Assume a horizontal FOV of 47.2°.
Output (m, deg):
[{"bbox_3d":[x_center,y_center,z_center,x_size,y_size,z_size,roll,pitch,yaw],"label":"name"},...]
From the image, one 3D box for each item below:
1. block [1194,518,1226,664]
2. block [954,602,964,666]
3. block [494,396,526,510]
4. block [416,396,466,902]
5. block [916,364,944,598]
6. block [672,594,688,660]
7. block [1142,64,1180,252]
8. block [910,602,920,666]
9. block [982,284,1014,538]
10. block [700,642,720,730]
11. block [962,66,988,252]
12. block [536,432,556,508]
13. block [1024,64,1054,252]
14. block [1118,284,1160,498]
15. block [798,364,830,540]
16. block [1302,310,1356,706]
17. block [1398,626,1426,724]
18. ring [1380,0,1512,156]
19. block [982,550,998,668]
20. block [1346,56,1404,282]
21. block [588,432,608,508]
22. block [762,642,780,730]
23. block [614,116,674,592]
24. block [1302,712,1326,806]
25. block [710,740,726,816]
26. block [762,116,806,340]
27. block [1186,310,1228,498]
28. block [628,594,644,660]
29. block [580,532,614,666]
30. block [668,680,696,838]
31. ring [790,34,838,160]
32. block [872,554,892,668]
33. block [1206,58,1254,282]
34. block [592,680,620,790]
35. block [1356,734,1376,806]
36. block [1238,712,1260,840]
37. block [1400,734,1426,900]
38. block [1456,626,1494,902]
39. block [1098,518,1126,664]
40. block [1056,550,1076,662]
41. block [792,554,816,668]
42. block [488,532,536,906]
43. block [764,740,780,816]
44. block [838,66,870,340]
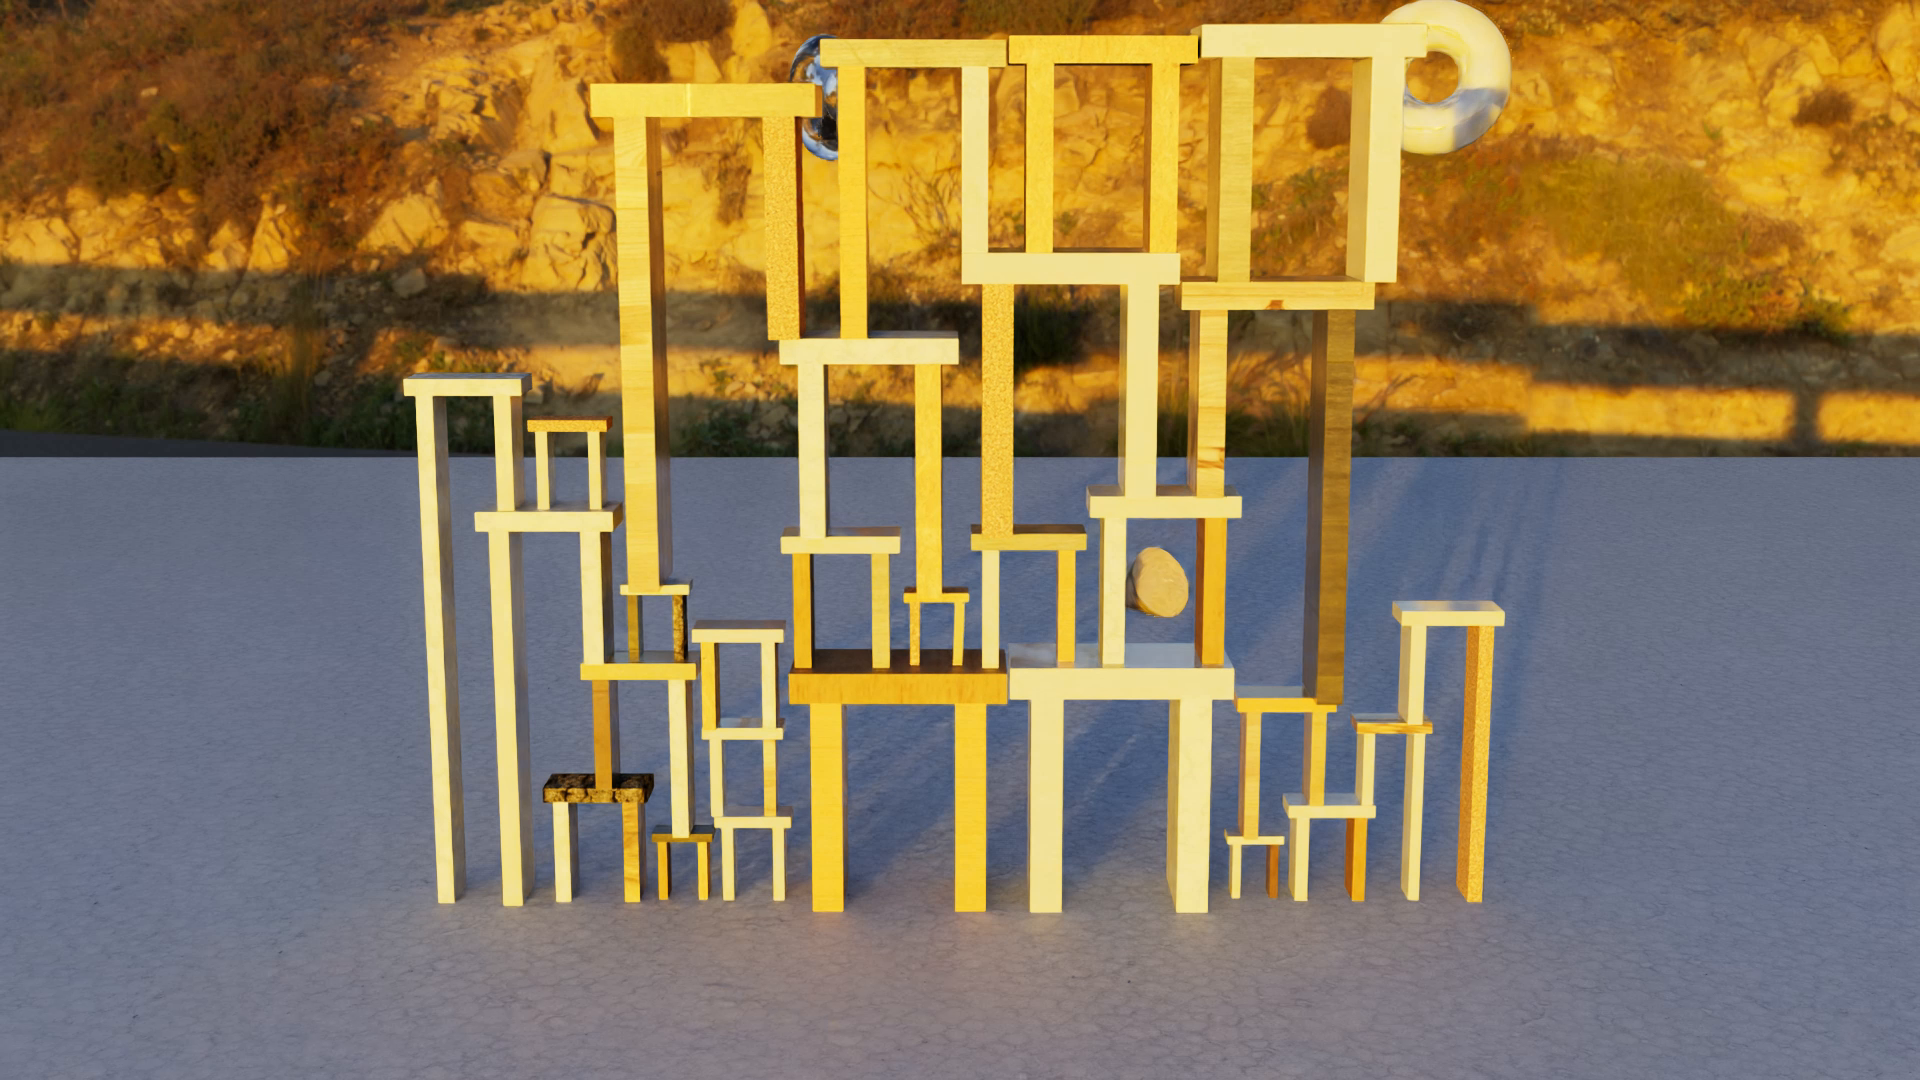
[{"bbox_3d":[0.407,0.071,3.572,0.034,0.239,0.120,0,11,0],"label":"block"},{"bbox_3d":[-0.002,0.147,3.588,0.015,0.104,0.052,2,11,0],"label":"block"},{"bbox_3d":[-0.724,-0.146,3.534,0.026,0.185,0.092,0,11,0],"label":"block"},{"bbox_3d":[-0.846,0.177,3.594,0.026,0.840,0.092,0,11,0],"label":"block"},{"bbox_3d":[-0.049,-0.103,3.542,0.040,0.376,0.140,0,11,1],"label":"block"},{"bbox_3d":[-0.456,0.137,3.586,0.016,0.110,0.055,0,11,0],"label":"block"},{"bbox_3d":[0.314,-0.598,3.447,0.041,0.287,0.144,0,10,0],"label":"block"},{"bbox_3d":[-0.073,0.147,3.588,0.015,0.104,0.052,0,11,0],"label":"block"},{"bbox_3d":[0.059,-0.215,3.523,0.048,0.400,0.168,0,10,0],"label":"block"},{"bbox_3d":[-0.408,0.231,3.599,0.021,0.147,0.073,0,11,0],"label":"block"},{"bbox_3d":[0.023,-0.595,3.445,0.040,0.282,0.141,0,10,0],"label":"block"},{"bbox_3d":[-0.667,-0.117,3.542,0.018,0.125,0.063,0,11,0],"label":"block"},{"bbox_3d":[0.123,-0.599,3.447,0.041,0.287,0.144,0,10,0],"label":"block"},{"bbox_3d":[0.284,-0.246,3.516,0.048,0.337,0.168,0,10,0],"label":"block"},{"bbox_3d":[-0.234,-0.151,3.534,0.040,0.279,0.140,0,11,0],"label":"block"},{"bbox_3d":[0.593,-0.060,3.543,0.042,0.634,0.149,0,11,0],"label":"block"},{"bbox_3d":[0.740,0.212,3.601,0.023,0.165,0.082,0,11,0],"label":"block"},{"bbox_3d":[1.206,-1.180,5.608,0.395,0.395,0.132,3,4,15],"label":"ring"},{"bbox_3d":[0.049,0.104,3.579,0.026,0.194,0.092,0,11,0],"label":"block"},{"bbox_3d":[0.650,-0.581,3.450,0.048,0.340,0.170,0,11,0],"label":"block"},{"bbox_3d":[-0.584,-0.117,3.542,0.018,0.125,0.063,0,11,0],"label":"block"},{"bbox_3d":[-0.310,0.231,3.599,0.021,0.147,0.073,0,11,0],"label":"block"},{"bbox_3d":[-0.502,-0.297,3.504,0.048,0.742,0.171,0,11,0],"label":"block"},{"bbox_3d":[0.585,0.351,3.630,0.023,0.160,0.080,0,11,0],"label":"block"},{"bbox_3d":[-0.399,0.384,3.635,0.019,0.131,0.066,0,11,0],"label":"block"},{"bbox_3d":[-0.276,-0.494,3.466,0.048,0.341,0.171,-1,11,0],"label":"block"},{"bbox_3d":[0.394,-0.225,3.513,0.042,0.298,0.149,0,11,0],"label":"block"},{"bbox_3d":[-0.529,0.137,3.586,0.016,0.110,0.055,0,11,0],"label":"block"},{"bbox_3d":[-0.589,0.084,3.572,0.031,0.219,0.109,0,11,0],"label":"block"},{"bbox_3d":[-0.457,0.348,3.623,0.026,0.267,0.093,0,11,0],"label":"block"},{"bbox_3d":[-0.370,-1.236,6.144,0.116,0.349,0.349,-11,15,-28],"label":"ring"},{"bbox_3d":[-0.128,0.106,3.581,0.027,0.189,0.095,0,11,0],"label":"block"},{"bbox_3d":[0.422,-0.581,3.449,0.048,0.340,0.170,0,11,0],"label":"block"},{"bbox_3d":[-0.581,0.308,3.615,0.026,0.185,0.093,0,11,0],"label":"block"},{"bbox_3d":[0.668,0.370,3.629,0.017,0.122,0.061,0,11,0],"label":"block"},{"bbox_3d":[0.478,0.379,3.633,0.023,0.217,0.080,0,11,0],"label":"block"},{"bbox_3d":[0.750,0.450,3.643,0.017,0.285,0.061,0,11,0],"label":"block"},{"bbox_3d":[0.850,0.360,3.628,0.023,0.467,0.082,0,11,0],"label":"block"},{"bbox_3d":[0.247,0.071,3.572,0.034,0.239,0.120,0,11,0],"label":"block"},{"bbox_3d":[0.171,0.099,3.578,0.026,0.184,0.092,0,11,0],"label":"block"},{"bbox_3d":[-0.254,0.106,3.581,0.027,0.189,0.095,0,11,0],"label":"block"},{"bbox_3d":[-0.734,0.283,3.609,0.031,0.625,0.109,0,11,0],"label":"block"},{"bbox_3d":[-0.312,0.384,3.636,0.019,0.131,0.066,0,11,0],"label":"block"},{"bbox_3d":[-0.167,-0.530,3.456,0.040,0.415,0.141,0,10,-1],"label":"block"}]
